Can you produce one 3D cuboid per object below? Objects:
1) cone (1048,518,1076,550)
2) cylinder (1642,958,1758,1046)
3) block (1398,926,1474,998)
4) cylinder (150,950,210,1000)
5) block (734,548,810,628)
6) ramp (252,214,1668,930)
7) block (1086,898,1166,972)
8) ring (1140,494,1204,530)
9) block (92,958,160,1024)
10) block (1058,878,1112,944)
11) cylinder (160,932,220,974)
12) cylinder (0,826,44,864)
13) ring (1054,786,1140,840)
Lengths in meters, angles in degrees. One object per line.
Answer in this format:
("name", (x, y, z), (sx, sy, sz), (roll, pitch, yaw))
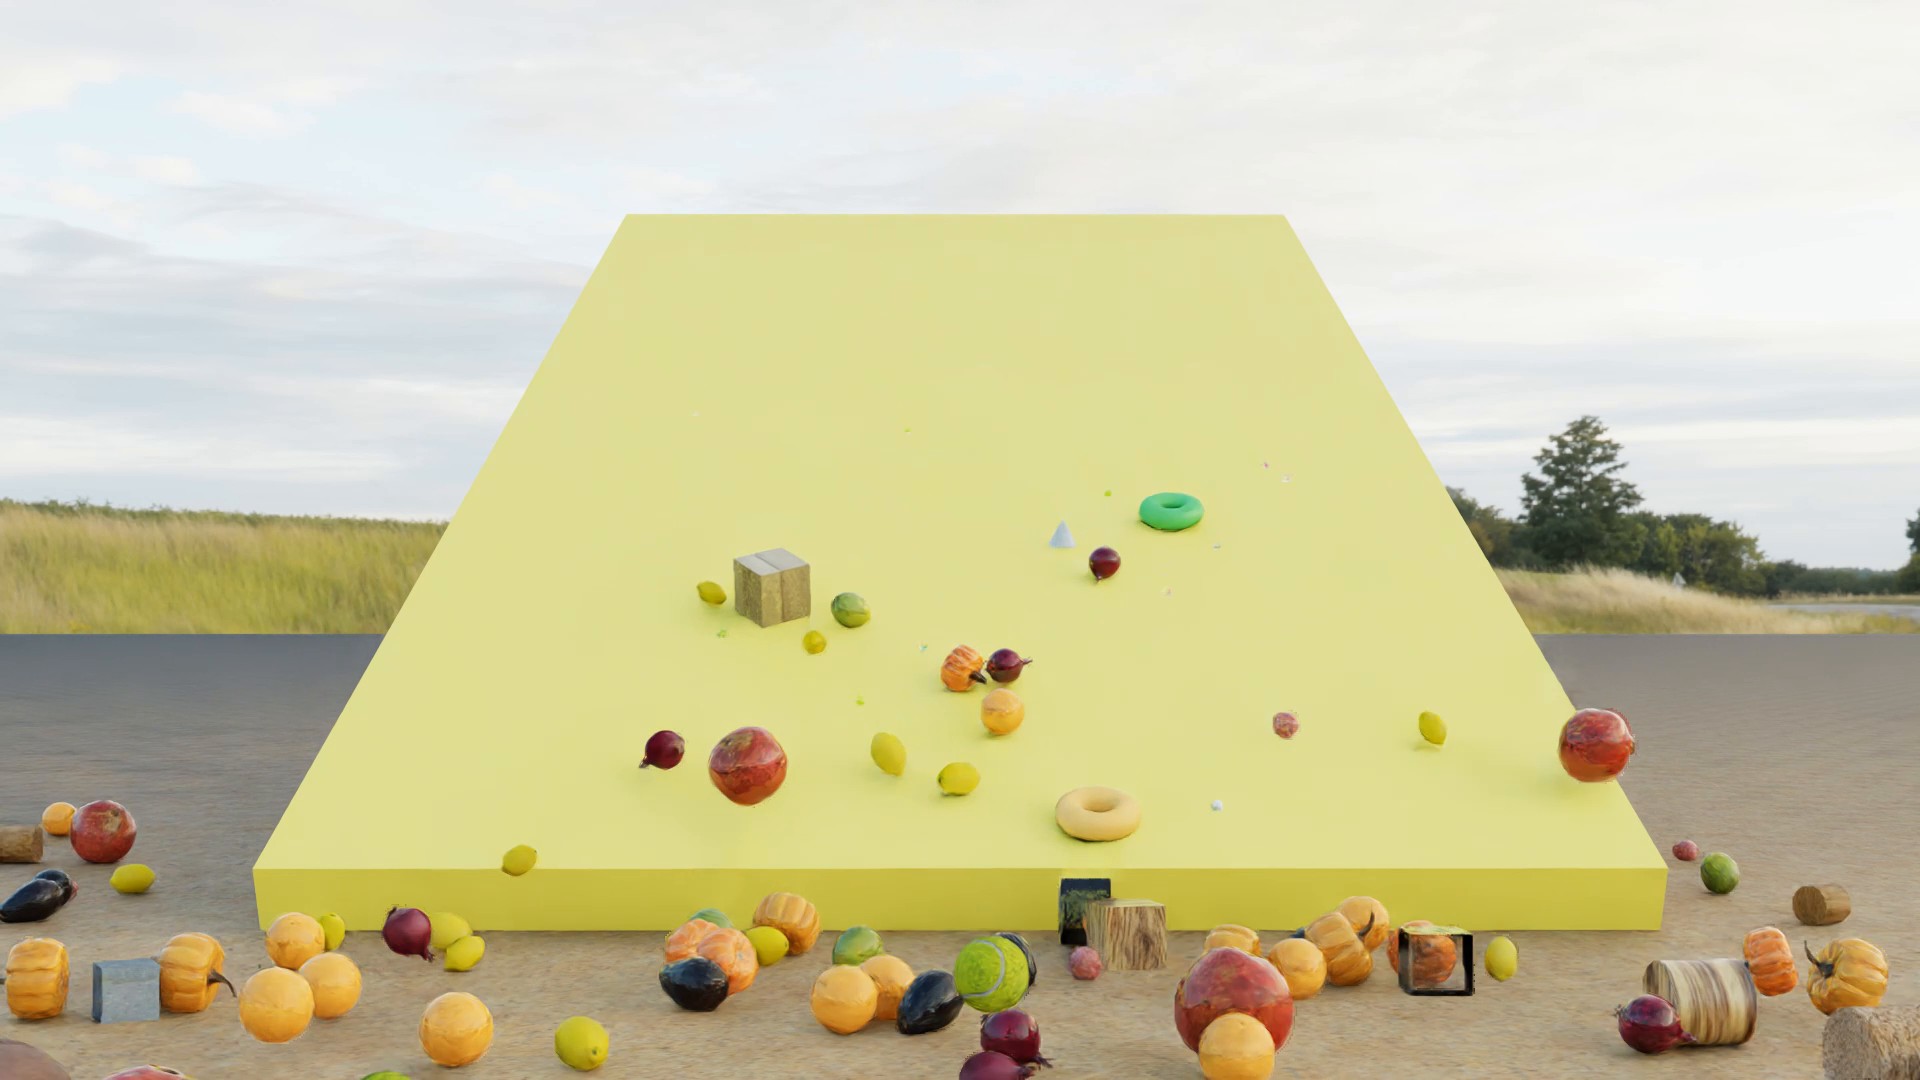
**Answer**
("cone", (0.197, -0.017, 4.389), (0.054, 0.054, 0.054), (0, 21, 0))
("cylinder", (0.765, 0.479, 2.367), (0.087, 0.087, 0.087), (-1, -2, -6))
("block", (0.564, 0.500, 2.714), (0.072, 0.072, 0.072), (0, -2, -2))
("cylinder", (-0.913, 0.508, 2.667), (0.052, 0.052, 0.052), (-2, -3, 43))
("block", (-0.334, 0.084, 4.066), (0.099, 0.099, 0.099), (-14, 25, -32))
("ramp", (-0.006, -0.217, 5.111), (2.000, 0.100, 4.000), (0, 21, 0))
("block", (0.212, 0.505, 2.928), (0.080, 0.080, 0.080), (1, -2, -15))
("ring", (0.417, -0.057, 4.509), (0.128, 0.043, 0.128), (-1, 22, 0))
("block", (-0.924, 0.499, 2.532), (0.060, 0.060, 0.060), (1, -3, -30))
("block", (0.170, 0.505, 3.115), (0.067, 0.067, 0.067), (-1, -33, -2))
("cylinder", (-0.925, 0.503, 2.745), (0.054, 0.054, 0.054), (2, -18, -42))
("cylinder", (-1.725, 0.558, 4.188), (0.070, 0.070, 0.070), (0, -2, -5))
("ring", (0.201, 0.399, 3.341), (0.126, 0.042, 0.126), (0, 20, 0))
